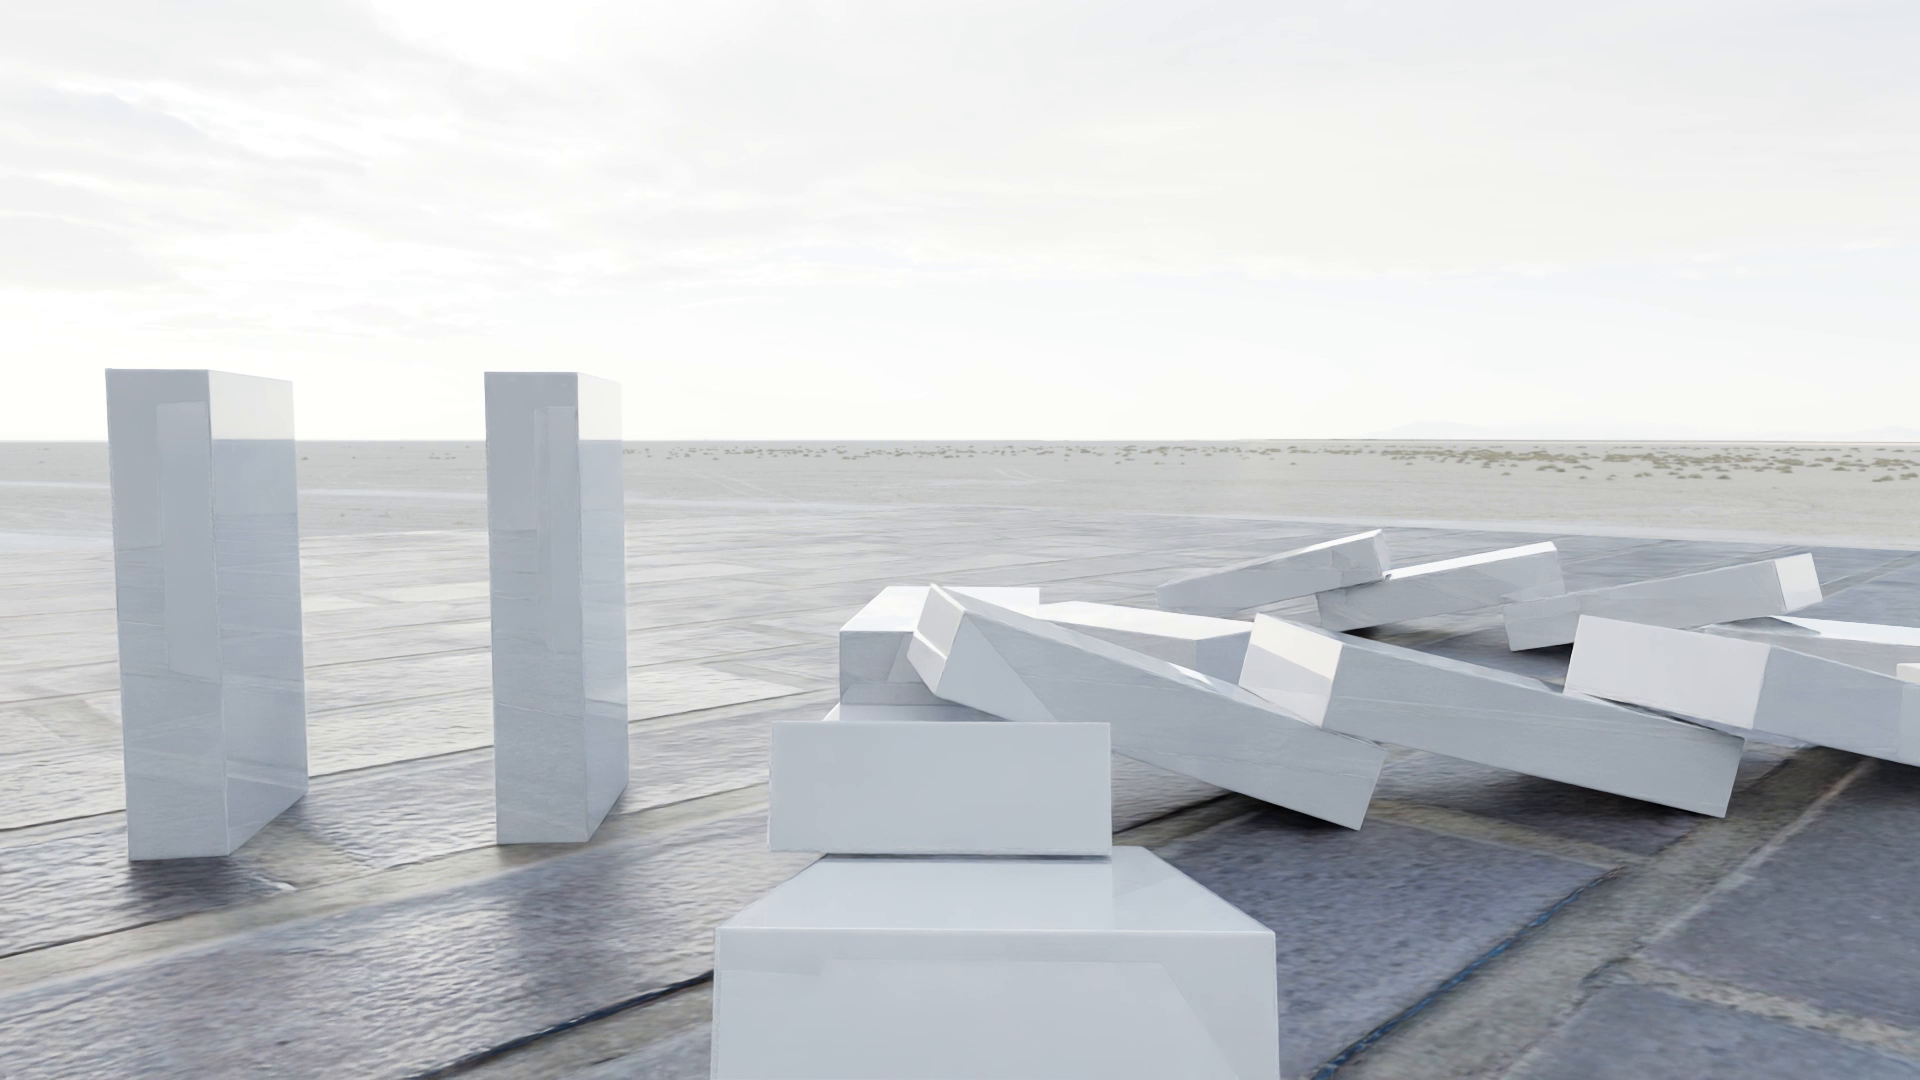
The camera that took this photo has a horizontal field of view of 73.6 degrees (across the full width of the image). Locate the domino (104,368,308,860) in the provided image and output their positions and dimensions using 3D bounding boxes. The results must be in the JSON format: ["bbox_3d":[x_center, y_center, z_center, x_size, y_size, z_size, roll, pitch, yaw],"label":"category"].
[{"bbox_3d":[-0.082,0.007,0.142,0.009,0.050,0.025,-1,4,-10],"label":"domino"}]

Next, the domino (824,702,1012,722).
[{"bbox_3d":[-0.002,0.025,0.173,0.025,0.010,0.050,0,4,5],"label":"domino"}]

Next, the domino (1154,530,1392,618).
[{"bbox_3d":[0.073,0.009,0.300,0.050,0.009,0.025,-15,-2,23],"label":"domino"}]

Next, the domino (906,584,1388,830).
[{"bbox_3d":[0.020,0.019,0.149,0.050,0.009,0.025,19,1,-10],"label":"domino"}]

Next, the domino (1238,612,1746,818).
[{"bbox_3d":[0.062,0.020,0.154,0.050,0.009,0.025,13,2,-9],"label":"domino"}]

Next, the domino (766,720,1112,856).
[{"bbox_3d":[-0.001,0.023,0.118,0.025,0.009,0.050,0,-11,1],"label":"domino"}]

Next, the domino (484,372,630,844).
[{"bbox_3d":[-0.045,0.007,0.147,0.009,0.050,0.025,0,4,-5],"label":"domino"}]

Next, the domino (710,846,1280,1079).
[{"bbox_3d":[0.002,0.026,0.081,0.025,0.010,0.050,0,-9,1],"label":"domino"}]

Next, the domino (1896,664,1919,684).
[{"bbox_3d":[0.153,0.025,0.168,0.025,0.009,0.050,0,4,2],"label":"domino"}]

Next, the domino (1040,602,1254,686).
[{"bbox_3d":[0.032,0.020,0.243,0.025,0.010,0.050,-4,6,-43],"label":"domino"}]

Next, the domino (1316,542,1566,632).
[{"bbox_3d":[0.108,0.011,0.289,0.050,0.009,0.025,-12,-1,23],"label":"domino"}]

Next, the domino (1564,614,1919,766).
[{"bbox_3d":[0.105,0.020,0.160,0.050,0.009,0.025,13,-1,-23],"label":"domino"}]

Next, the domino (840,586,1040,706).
[{"bbox_3d":[-0.001,0.014,0.186,0.025,0.009,0.050,0,4,4],"label":"domino"}]

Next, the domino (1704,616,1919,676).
[{"bbox_3d":[0.161,0.021,0.224,0.025,0.010,0.050,-4,6,-43],"label":"domino"}]

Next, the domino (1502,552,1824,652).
[{"bbox_3d":[0.138,0.013,0.254,0.025,0.009,0.050,-4,-9,-44],"label":"domino"}]
